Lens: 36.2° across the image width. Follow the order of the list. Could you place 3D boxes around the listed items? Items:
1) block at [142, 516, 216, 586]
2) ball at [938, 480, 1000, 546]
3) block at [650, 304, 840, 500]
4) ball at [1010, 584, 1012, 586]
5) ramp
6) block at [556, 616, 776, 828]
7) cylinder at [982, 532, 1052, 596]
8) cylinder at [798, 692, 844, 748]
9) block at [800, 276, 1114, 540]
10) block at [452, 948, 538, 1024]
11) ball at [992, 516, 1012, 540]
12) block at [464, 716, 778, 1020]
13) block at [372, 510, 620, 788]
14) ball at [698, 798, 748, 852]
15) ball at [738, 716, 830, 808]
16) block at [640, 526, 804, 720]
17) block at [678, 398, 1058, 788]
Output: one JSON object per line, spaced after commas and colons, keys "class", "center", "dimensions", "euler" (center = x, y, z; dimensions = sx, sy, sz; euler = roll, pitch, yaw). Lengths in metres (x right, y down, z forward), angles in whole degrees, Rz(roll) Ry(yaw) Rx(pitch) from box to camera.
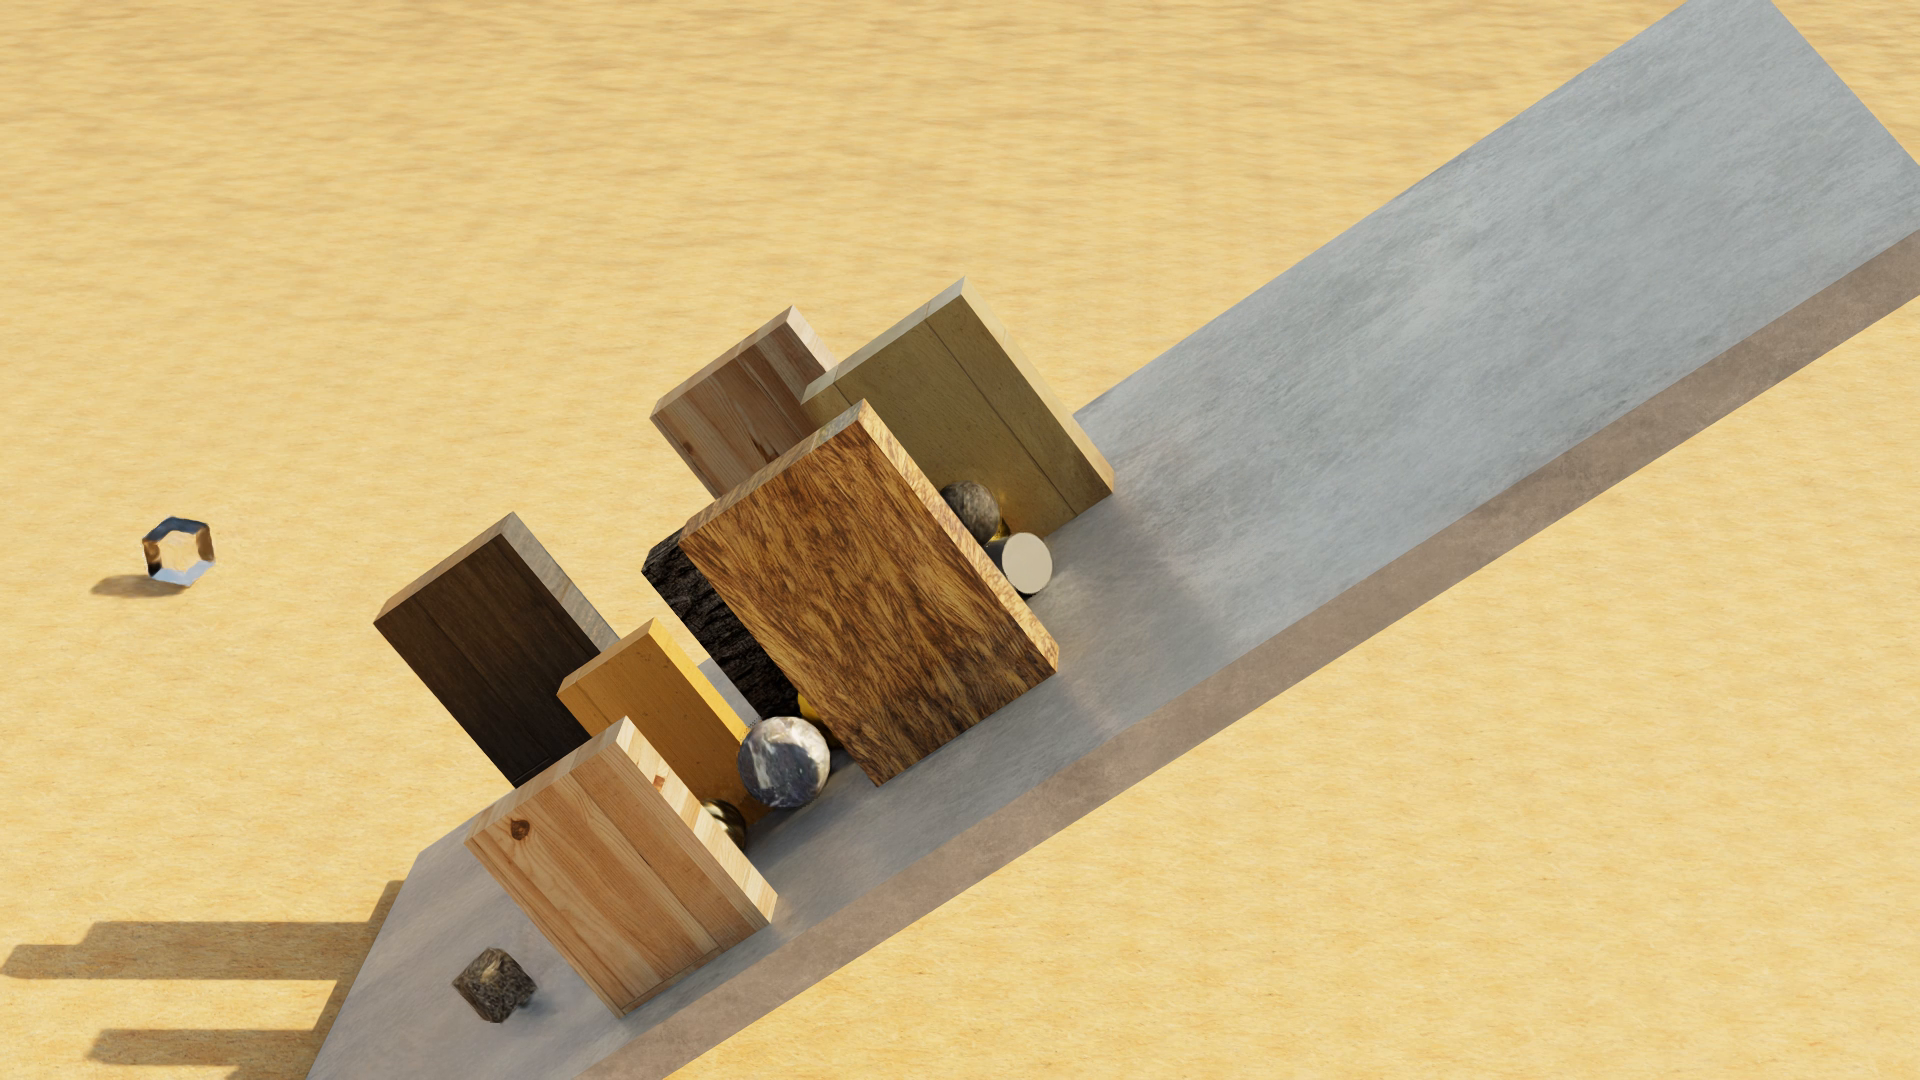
{"class": "block", "center": [-2.550, 0.035, 9.604], "dimensions": [0.152, 0.152, 0.152], "euler": [10, 33, 20]}
{"class": "ball", "center": [0.010, -0.052, 6.272], "dimensions": [0.150, 0.150, 0.150], "euler": [0, 22, 0]}
{"class": "block", "center": [-0.378, -0.183, 7.093], "dimensions": [0.418, 0.641, 0.131], "euler": [-34, 16, 16]}
{"class": "ball", "center": [0.052, 0.133, 6.174], "dimensions": [0.137, 0.137, 0.137], "euler": [0, 22, 0]}
{"class": "ramp", "center": [0.131, 0.177, 6.317], "dimensions": [4.000, 0.100, 2.000], "euler": [-34, 16, 16]}
{"class": "block", "center": [-0.597, 0.419, 6.185], "dimensions": [0.248, 0.471, 0.084], "euler": [-34, 16, 16]}
{"class": "cylinder", "center": [0.105, 0.059, 6.280], "dimensions": [0.130, 0.130, 0.130], "euler": [-18, 1, -36]}
{"class": "cylinder", "center": [-0.216, 0.324, 6.160], "dimensions": [0.175, 0.175, 0.175], "euler": [-29, 7, 31]}
{"class": "block", "center": [-0.003, -0.224, 6.520], "dimensions": [0.441, 0.560, 0.135], "euler": [-34, 16, 16]}
{"class": "block", "center": [-0.988, 0.945, 6.245], "dimensions": [0.109, 0.109, 0.109], "euler": [-45, 17, -24]}
{"class": "ball", "center": [0.017, 0.020, 6.434], "dimensions": [0.205, 0.205, 0.205], "euler": [0, 22, 0]}
{"class": "block", "center": [-0.653, 0.637, 5.688], "dimensions": [0.380, 0.473, 0.112], "euler": [-34, 16, 16]}
{"class": "block", "center": [-1.044, 0.314, 7.140], "dimensions": [0.406, 0.657, 0.143], "euler": [-34, 16, 16]}
{"class": "ball", "center": [-0.513, 0.607, 6.071], "dimensions": [0.148, 0.148, 0.148], "euler": [0, 22, 0]}
{"class": "ball", "center": [-0.363, 0.458, 6.072], "dimensions": [0.191, 0.191, 0.191], "euler": [0, 22, 0]}
{"class": "block", "center": [-0.394, 0.150, 6.408], "dimensions": [0.337, 0.518, 0.128], "euler": [-34, 16, 16]}
{"class": "block", "center": [-0.176, 0.110, 5.796], "dimensions": [0.443, 0.644, 0.125], "euler": [-34, 16, 16]}
